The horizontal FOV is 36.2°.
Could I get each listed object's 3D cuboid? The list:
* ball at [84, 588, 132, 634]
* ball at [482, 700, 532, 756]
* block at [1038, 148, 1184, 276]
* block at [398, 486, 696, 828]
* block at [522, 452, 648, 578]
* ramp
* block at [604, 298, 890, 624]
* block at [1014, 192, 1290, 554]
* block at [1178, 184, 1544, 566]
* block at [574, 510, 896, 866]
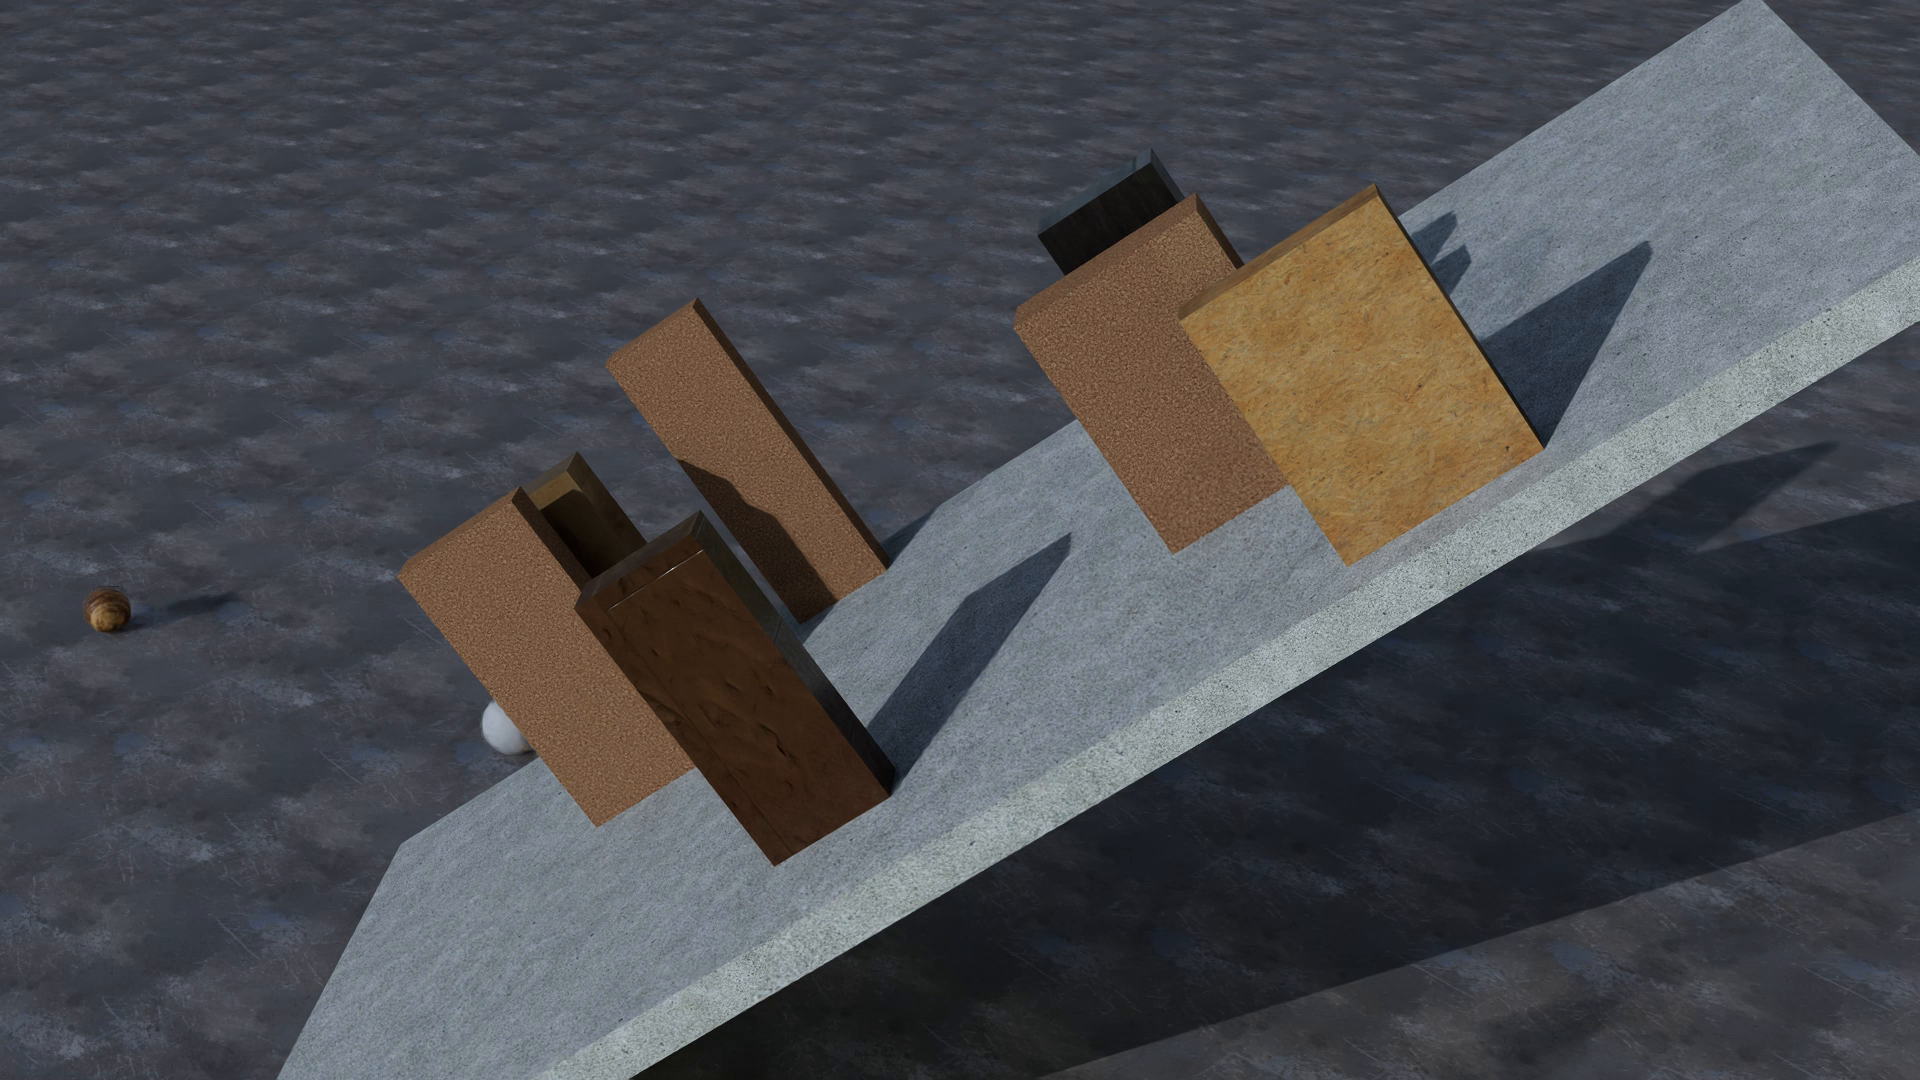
[{"bbox_3d":[-2.682,0.222,9.256,0.143,0.143,0.143,0,21,0],"label":"ball"},{"bbox_3d":[-1.280,0.526,8.417,0.178,0.178,0.178,0,21,0],"label":"ball"},{"bbox_3d":[0.457,-0.449,6.024,0.272,0.654,0.129,-32,16,15],"label":"block"},{"bbox_3d":[-0.909,0.270,6.668,0.326,0.744,0.099,-32,16,15],"label":"block"},{"bbox_3d":[-0.849,0.189,6.873,0.386,0.696,0.135,-32,16,15],"label":"block"},{"bbox_3d":[0.137,0.173,6.303,4.000,0.100,2.000,-32,16,15],"label":"ramp"},{"bbox_3d":[-0.505,-0.184,7.053,0.259,0.793,0.083,-32,16,15],"label":"block"},{"bbox_3d":[0.446,-0.327,5.845,0.426,0.570,0.145,-32,16,15],"label":"block"},{"bbox_3d":[0.707,-0.286,5.192,0.406,0.550,0.092,-32,16,15],"label":"block"},{"bbox_3d":[-0.433,0.293,5.735,0.281,0.657,0.129,-32,16,15],"label":"block"}]
